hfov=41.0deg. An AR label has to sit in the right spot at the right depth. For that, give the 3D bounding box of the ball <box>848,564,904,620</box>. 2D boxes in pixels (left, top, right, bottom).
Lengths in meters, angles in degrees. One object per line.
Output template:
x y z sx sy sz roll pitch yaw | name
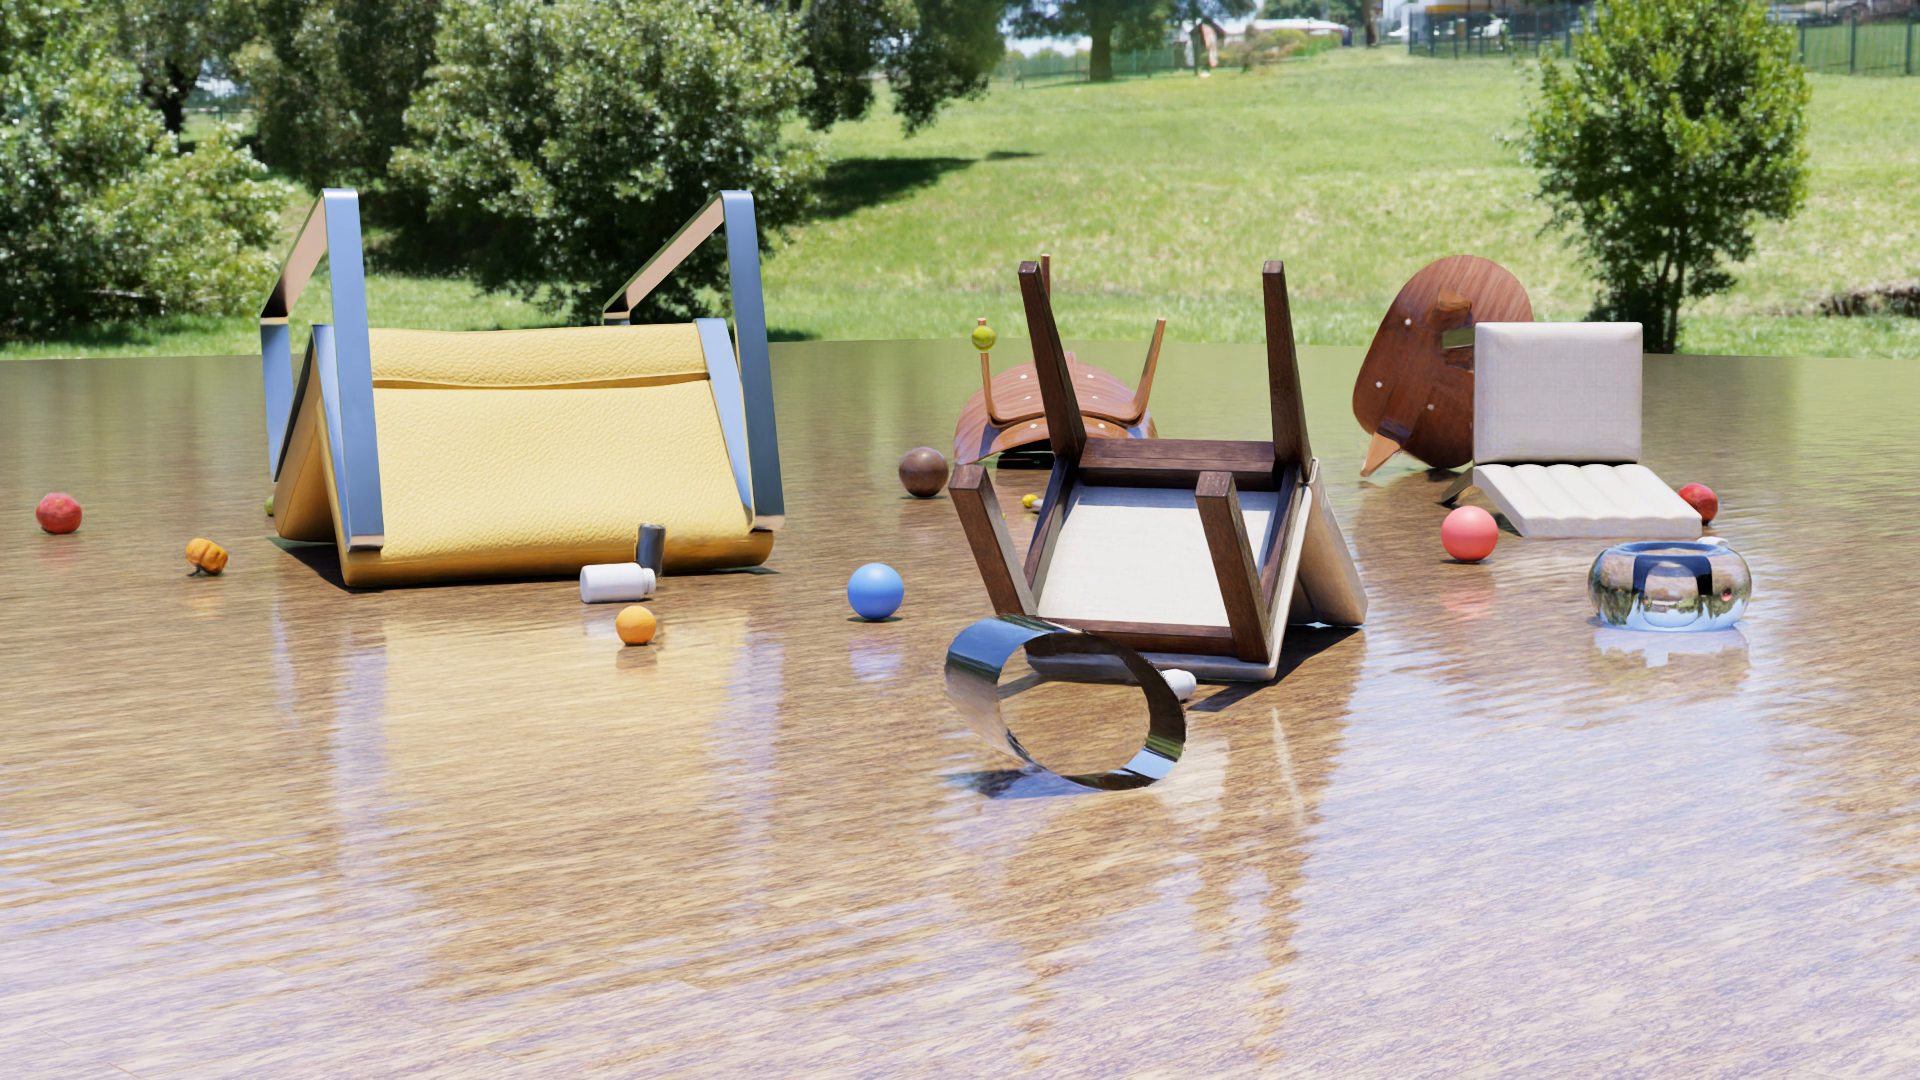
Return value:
-0.162 0.099 4.923 0.109 0.109 0.109 0 6 0 | ball

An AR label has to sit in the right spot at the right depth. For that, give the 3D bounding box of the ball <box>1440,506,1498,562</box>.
1.174 -0.014 5.914 0.130 0.130 0.130 0 6 0 | ball

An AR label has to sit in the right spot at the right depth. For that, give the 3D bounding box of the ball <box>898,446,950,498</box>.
-0.108 -0.202 7.628 0.152 0.152 0.152 0 6 0 | ball

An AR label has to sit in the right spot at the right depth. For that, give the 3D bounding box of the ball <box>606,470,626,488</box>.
-1.073 -0.192 7.997 0.057 0.057 0.057 0 6 0 | ball

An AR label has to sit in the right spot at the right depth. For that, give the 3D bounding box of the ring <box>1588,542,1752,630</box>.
1.347 0.087 4.874 0.314 0.145 0.280 -3 8 -21 | ring

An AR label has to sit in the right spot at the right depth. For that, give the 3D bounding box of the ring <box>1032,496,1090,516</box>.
0.280 -0.094 7.136 0.159 0.040 0.212 -1 5 -16 | ring

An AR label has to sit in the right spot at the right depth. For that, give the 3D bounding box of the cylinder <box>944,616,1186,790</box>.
0.136 0.210 3.345 0.286 0.185 0.173 28 -6 -23 | cylinder

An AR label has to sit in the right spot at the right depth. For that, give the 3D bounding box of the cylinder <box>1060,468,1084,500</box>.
0.333 -0.167 7.608 0.059 0.088 0.101 -2 6 -20 | cylinder
